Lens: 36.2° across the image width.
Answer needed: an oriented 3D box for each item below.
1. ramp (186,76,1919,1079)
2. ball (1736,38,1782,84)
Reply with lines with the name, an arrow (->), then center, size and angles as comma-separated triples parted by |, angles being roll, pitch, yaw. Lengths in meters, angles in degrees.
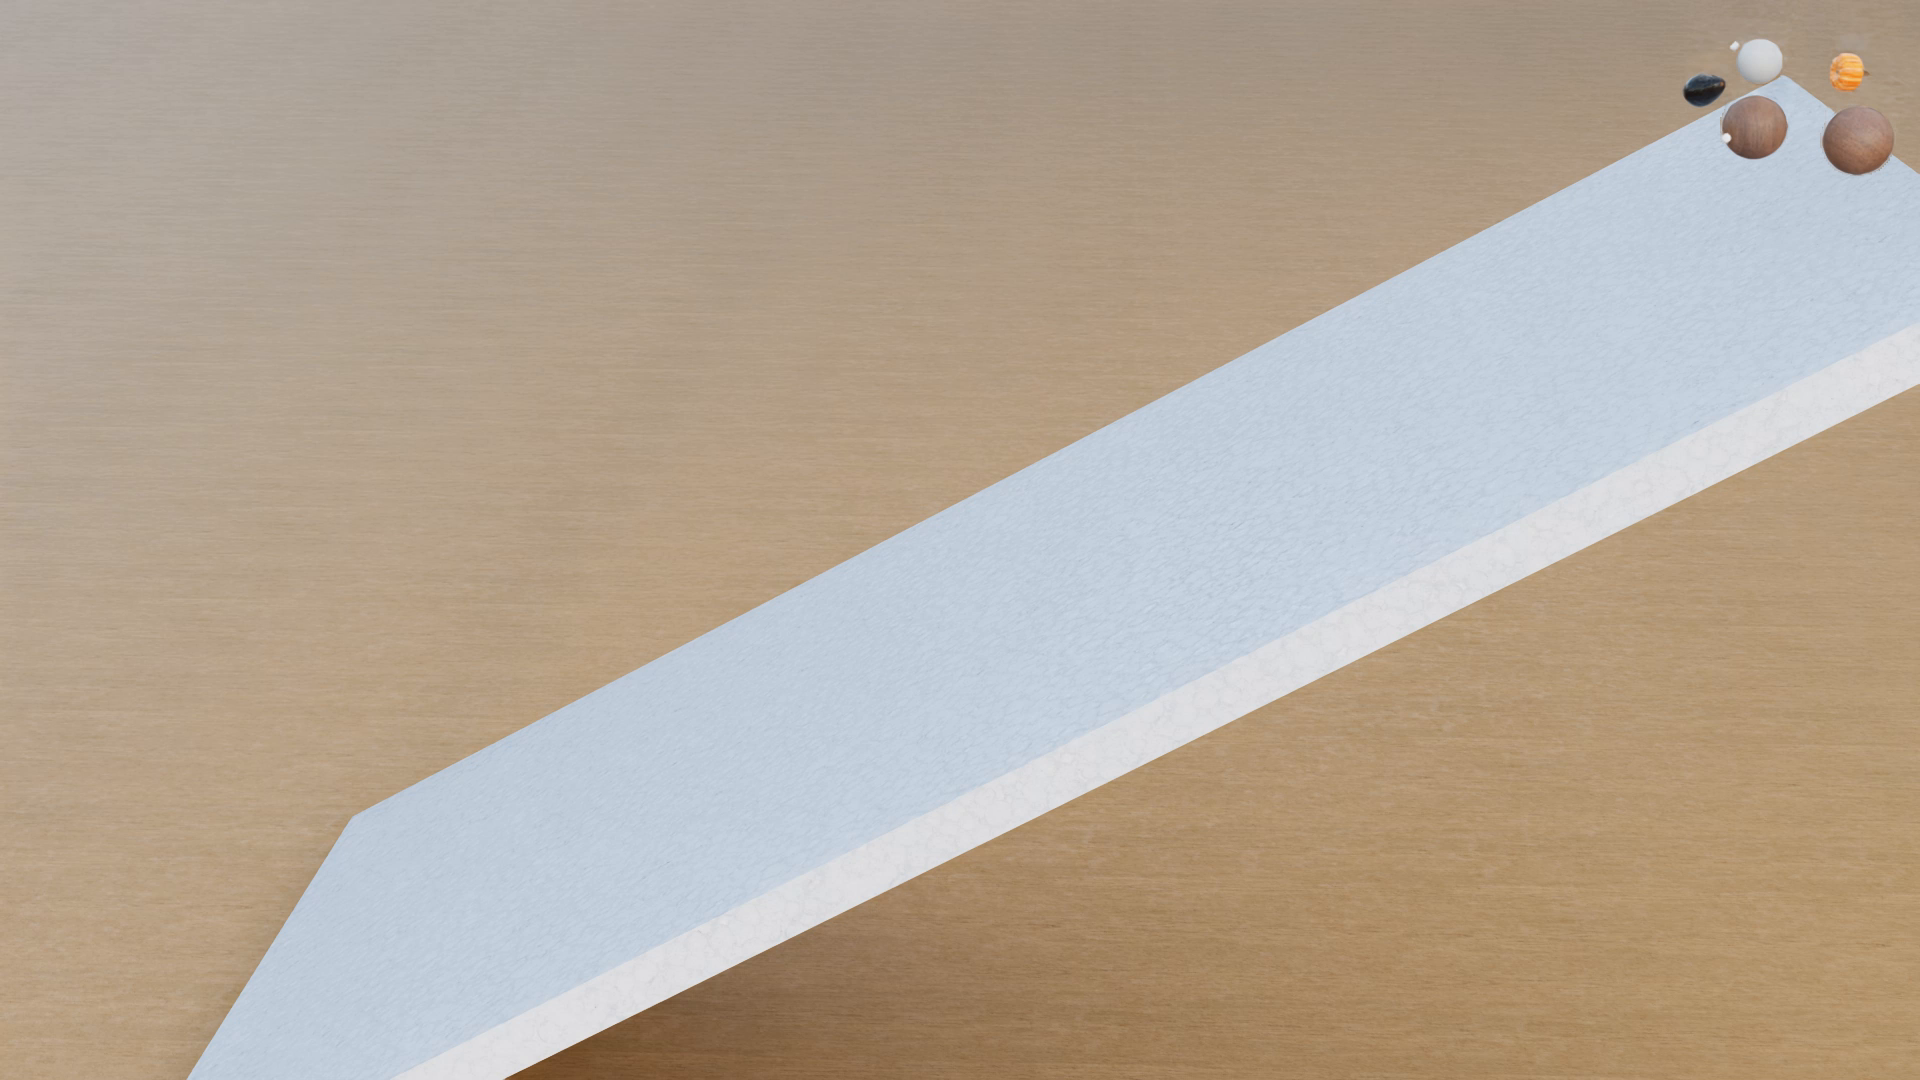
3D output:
ramp -> 0.142, 0.167, 6.283 | 4.000, 0.100, 2.000 | -27, 14, 11
ball -> 1.529, -0.916, 5.624 | 0.085, 0.085, 0.085 | 0, 18, 0
